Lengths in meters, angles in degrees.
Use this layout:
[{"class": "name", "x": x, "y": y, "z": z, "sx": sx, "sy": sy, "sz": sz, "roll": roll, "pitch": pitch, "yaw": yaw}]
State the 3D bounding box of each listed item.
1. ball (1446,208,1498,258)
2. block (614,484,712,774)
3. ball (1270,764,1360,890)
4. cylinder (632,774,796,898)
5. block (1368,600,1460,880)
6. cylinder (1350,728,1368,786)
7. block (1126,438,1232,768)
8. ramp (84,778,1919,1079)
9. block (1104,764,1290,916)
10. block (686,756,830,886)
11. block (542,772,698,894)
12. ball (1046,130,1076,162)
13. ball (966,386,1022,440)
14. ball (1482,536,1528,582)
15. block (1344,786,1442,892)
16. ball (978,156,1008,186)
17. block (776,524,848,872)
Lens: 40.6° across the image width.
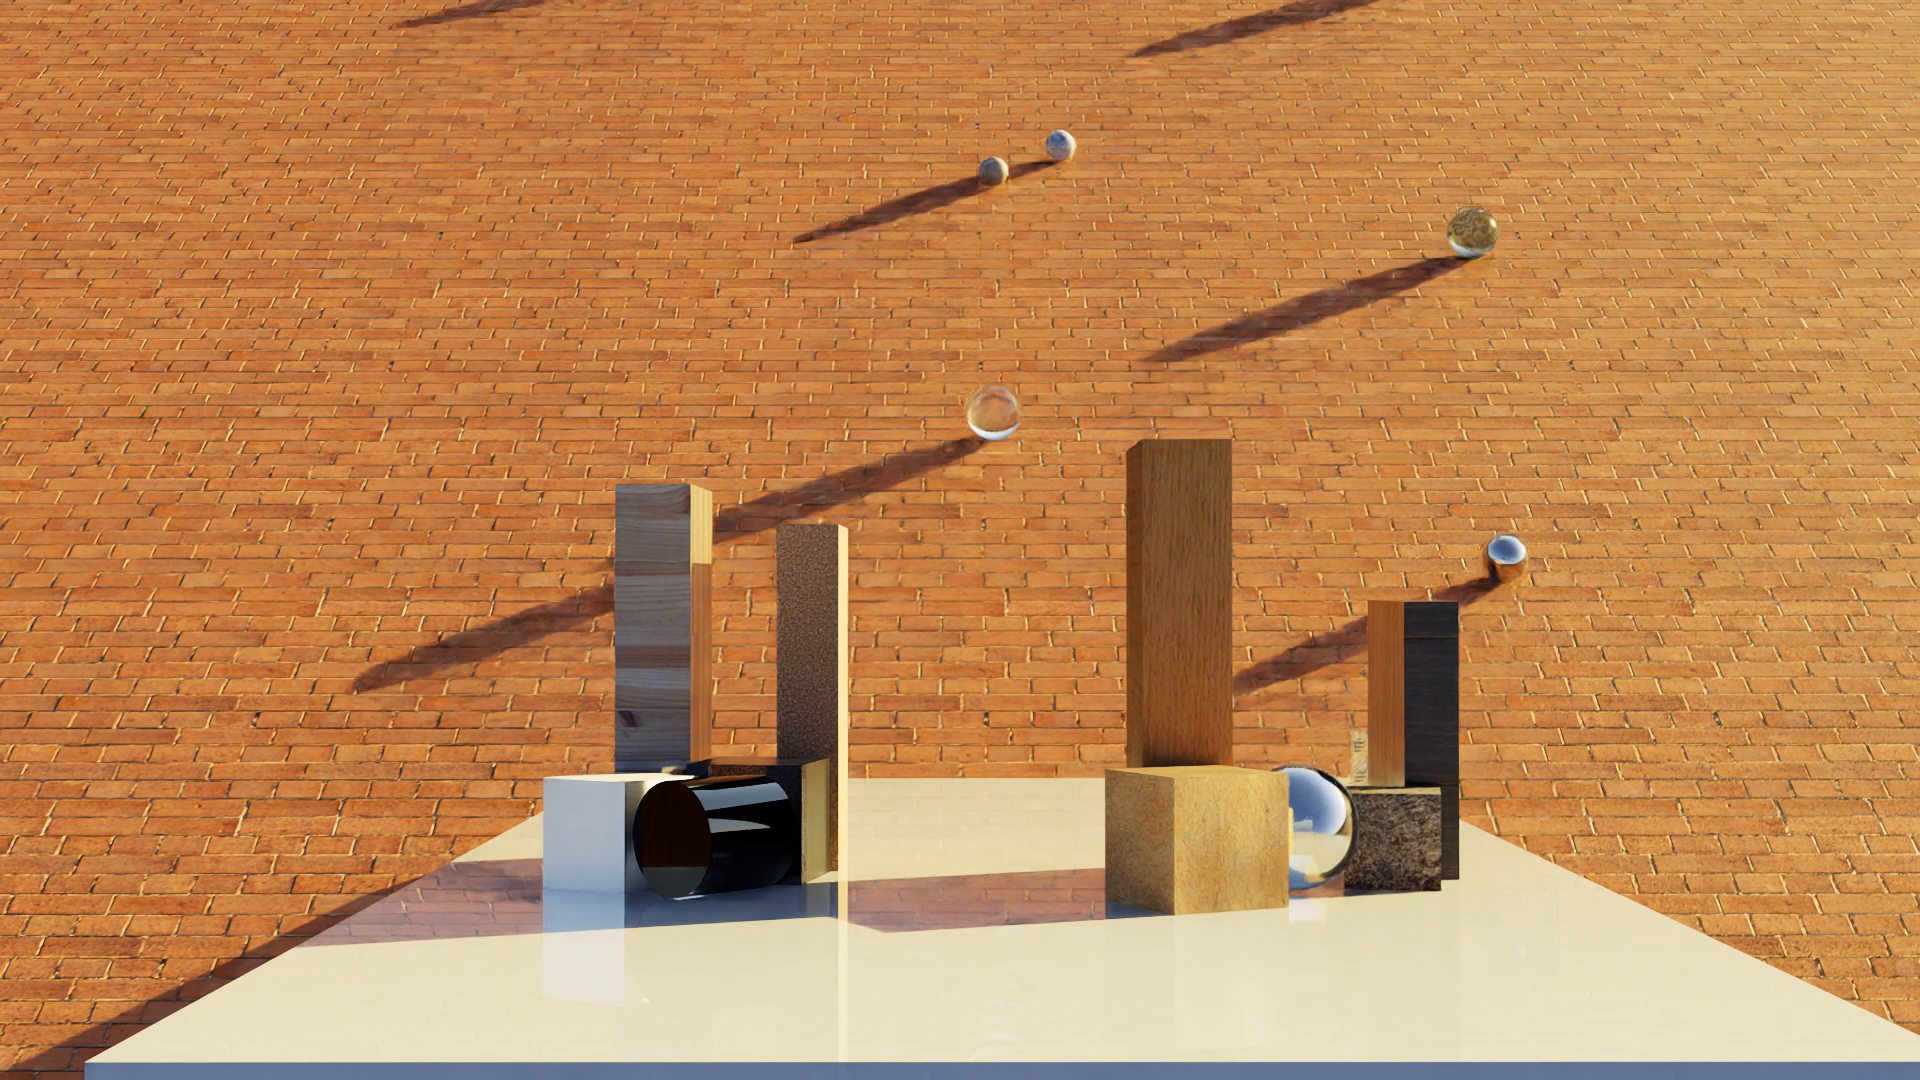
[{"class": "ball", "x": 1.864, "y": -1.115, "z": 9.430, "sx": 0.185, "sy": 0.185, "sz": 0.185, "roll": 0, "pitch": 33, "yaw": 0}, {"class": "block", "x": -0.531, "y": 0.246, "z": 4.677, "sx": 0.131, "sy": 0.679, "sz": 0.391, "roll": 0, "pitch": -1, "yaw": 0}, {"class": "ball", "x": 0.549, "y": 0.469, "z": 4.239, "sx": 0.206, "sy": 0.206, "sz": 0.206, "roll": 0, "pitch": 33, "yaw": 0}, {"class": "cylinder", "x": -0.401, "y": 0.483, "z": 4.246, "sx": 0.190, "sy": 0.190, "sz": 0.190, "roll": 30, "pitch": 19, "yaw": 38}, {"class": "block", "x": 0.807, "y": 0.346, "z": 4.632, "sx": 0.093, "sy": 0.475, "sz": 0.393, "roll": 0, "pitch": -1, "yaw": 0}, {"class": "cylinder", "x": 0.991, "y": 0.525, "z": 6.029, "sx": 0.164, "sy": 0.164, "sz": 0.164, "roll": 0, "pitch": -1, "yaw": 0}, {"class": "block", "x": 0.372, "y": 0.209, "z": 4.444, "sx": 0.147, "sy": 0.743, "sz": 0.403, "roll": 0, "pitch": -1, "yaw": 0}, {"class": "ramp", "x": 0.073, "y": 0.636, "z": 4.743, "sx": 2.000, "sy": 0.100, "sz": 4.000, "roll": 0, "pitch": -1, "yaw": 0}, {"class": "block", "x": 0.373, "y": 0.470, "z": 4.097, "sx": 0.210, "sy": 0.210, "sz": 0.210, "roll": 0, "pitch": -1, "yaw": -27}, {"class": "block", "x": -0.346, "y": 0.481, "z": 4.470, "sx": 0.201, "sy": 0.201, "sz": 0.201, "roll": 0, "pitch": -1, "yaw": 11}, {"class": "block", "x": -0.569, "y": 0.488, "z": 4.350, "sx": 0.182, "sy": 0.182, "sz": 0.182, "roll": -1, "pitch": -1, "yaw": 35}, {"class": "ball", "x": 0.393, "y": -1.546, "z": 10.161, "sx": 0.119, "sy": 0.119, "sz": 0.119, "roll": 0, "pitch": 33, "yaw": 0}, {"class": "ball", "x": 0.110, "y": -0.409, "z": 8.336, "sx": 0.177, "sy": 0.177, "sz": 0.177, "roll": 0, "pitch": 33, "yaw": 0}, {"class": "ball", "x": 1.608, "y": 0.054, "z": 7.651, "sx": 0.137, "sy": 0.137, "sz": 0.137, "roll": 0, "pitch": 33, "yaw": 0}, {"class": "block", "x": 0.727, "y": 0.500, "z": 4.358, "sx": 0.159, "sy": 0.159, "sz": 0.159, "roll": 0, "pitch": -1, "yaw": 10}, {"class": "ball", "x": 0.128, "y": -1.416, "z": 9.963, "sx": 0.114, "sy": 0.114, "sz": 0.114, "roll": 0, "pitch": 33, "yaw": 0}, {"class": "block", "x": -0.269, "y": 0.281, "z": 4.757, "sx": 0.109, "sy": 0.611, "sz": 0.372, "roll": 0, "pitch": -1, "yaw": 0}]
